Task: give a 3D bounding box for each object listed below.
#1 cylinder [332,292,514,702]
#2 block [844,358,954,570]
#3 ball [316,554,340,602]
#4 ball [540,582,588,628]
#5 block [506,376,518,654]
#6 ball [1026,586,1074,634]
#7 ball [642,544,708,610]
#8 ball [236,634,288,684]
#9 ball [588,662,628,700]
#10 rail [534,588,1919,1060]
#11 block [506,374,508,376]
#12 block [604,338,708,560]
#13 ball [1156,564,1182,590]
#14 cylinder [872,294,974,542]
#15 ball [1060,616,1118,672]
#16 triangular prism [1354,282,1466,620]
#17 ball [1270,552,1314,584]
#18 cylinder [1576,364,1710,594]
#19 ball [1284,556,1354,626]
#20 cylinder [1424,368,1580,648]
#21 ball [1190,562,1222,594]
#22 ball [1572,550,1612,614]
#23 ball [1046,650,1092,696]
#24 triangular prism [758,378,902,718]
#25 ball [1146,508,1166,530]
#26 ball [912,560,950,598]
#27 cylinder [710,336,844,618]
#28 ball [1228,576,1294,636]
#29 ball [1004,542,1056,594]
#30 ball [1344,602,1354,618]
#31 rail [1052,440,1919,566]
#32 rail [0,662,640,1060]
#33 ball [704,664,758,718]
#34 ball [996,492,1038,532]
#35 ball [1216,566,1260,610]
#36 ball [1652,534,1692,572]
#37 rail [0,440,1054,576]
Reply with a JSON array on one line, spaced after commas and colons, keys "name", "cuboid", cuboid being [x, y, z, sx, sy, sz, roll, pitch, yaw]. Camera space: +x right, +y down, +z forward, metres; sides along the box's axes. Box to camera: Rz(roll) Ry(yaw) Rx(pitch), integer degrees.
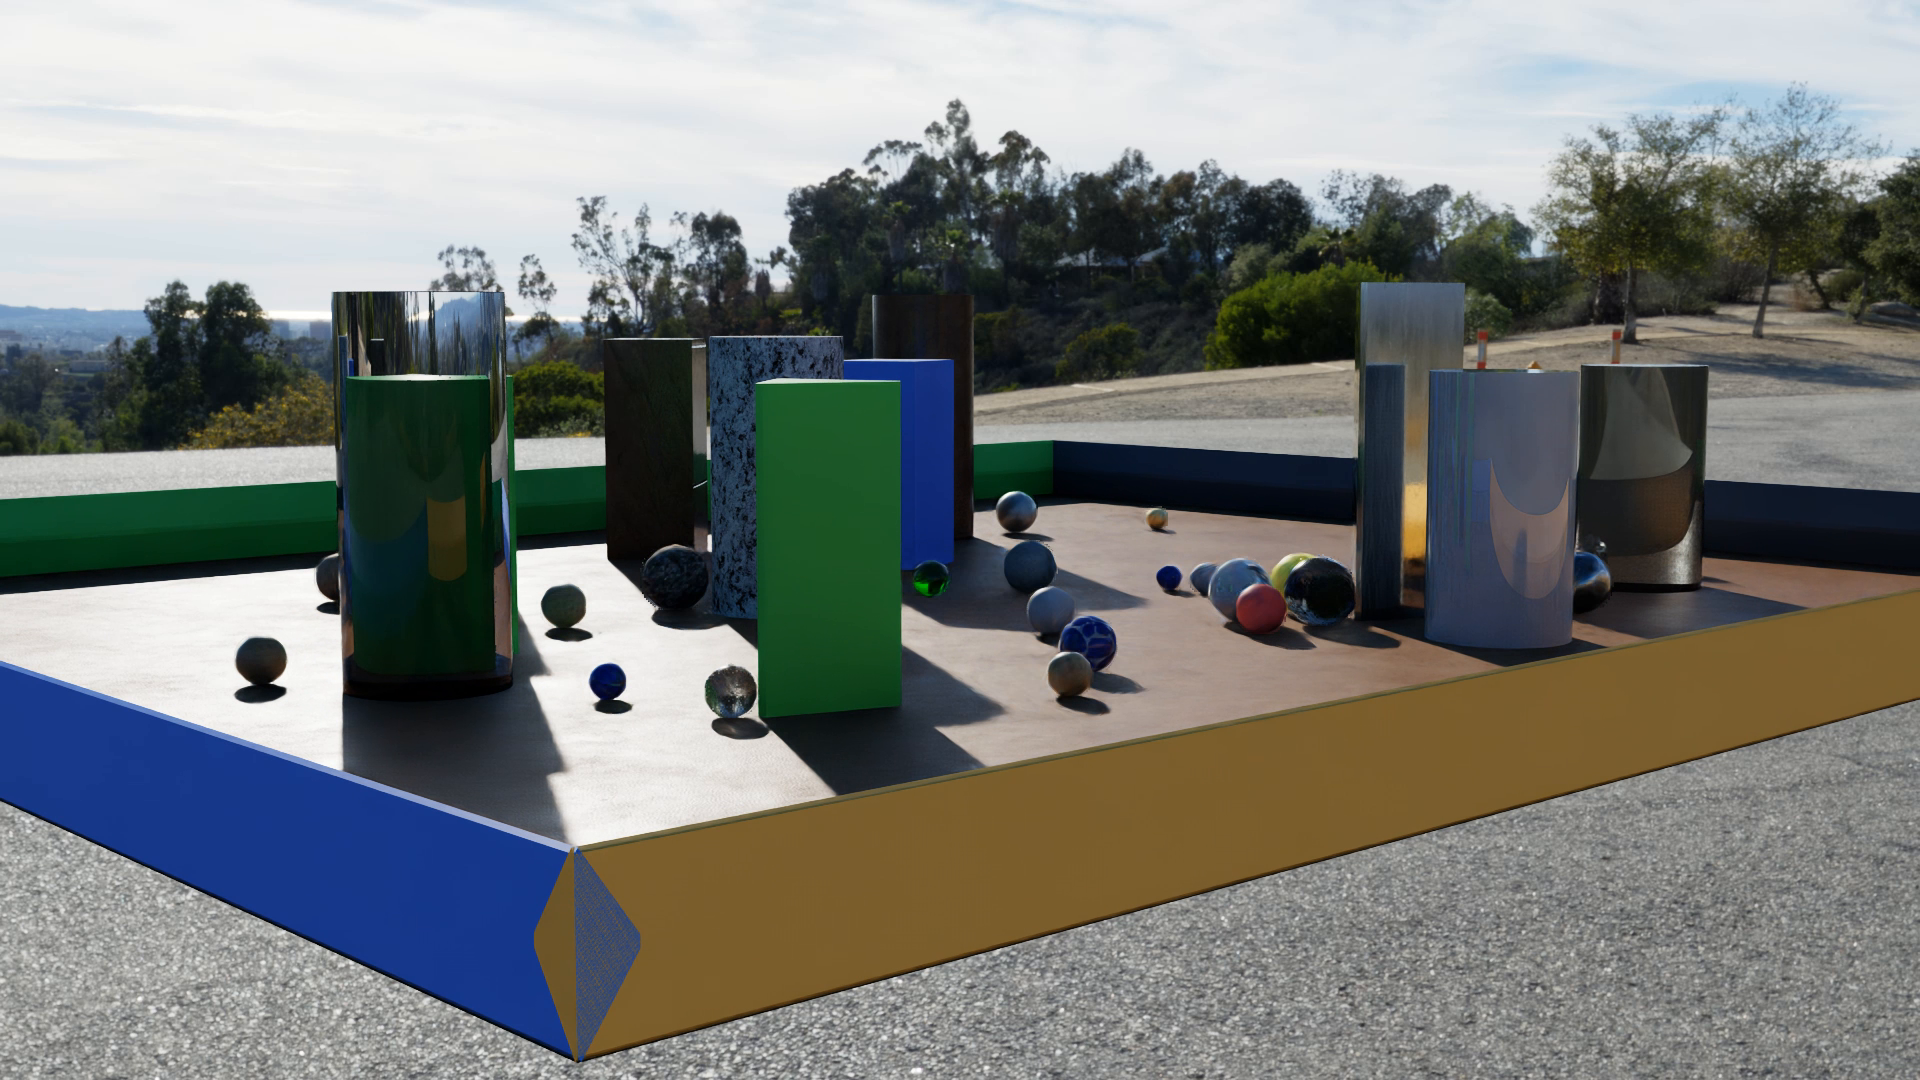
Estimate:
[{"name": "cylinder", "cuboid": [-0.631, -0.057, 2.585, 0.197, 0.466, 0.197, 0, 6, 0]}, {"name": "block", "cuboid": [-0.115, -0.136, 3.855, 0.158, 0.358, 0.158, 3, 7, 24]}, {"name": "ball", "cuboid": [-0.951, 0.058, 3.375, 0.073, 0.073, 0.073, 0, 6, 0]}, {"name": "ball", "cuboid": [-0.556, 0.092, 3.091, 0.064, 0.064, 0.064, 0, 6, 0]}, {"name": "block", "cuboid": [-0.686, -0.031, 2.839, 0.158, 0.360, 0.158, 6, 8, 43]}, {"name": "ball", "cuboid": [0.125, 0.097, 3.026, 0.067, 0.067, 0.067, 0, 6, 0]}, {"name": "ball", "cuboid": [-0.423, 0.056, 3.271, 0.098, 0.098, 0.098, 0, 6, 0]}, {"name": "ball", "cuboid": [-0.833, 0.143, 2.623, 0.060, 0.060, 0.060, 0, 6, 0]}, {"name": "ball", "cuboid": [-0.403, 0.162, 2.519, 0.043, 0.043, 0.043, 0, 6, 0]}, {"name": "rail", "cuboid": [0.899, 0.135, 2.363, 3.107, 0.128, 0.045, -5, 8, -42]}, {"name": "block", "cuboid": [-0.802, -0.081, 3.384, 0.158, 0.347, 0.158, -6, 8, -44]}, {"name": "block", "cuboid": [-0.551, -0.169, 4.000, 0.158, 0.393, 0.158, 0, 6, 2]}, {"name": "ball", "cuboid": [0.333, 0.060, 3.508, 0.041, 0.041, 0.041, 0, 6, 0]}, {"name": "cylinder", "cuboid": [-0.072, -0.241, 4.308, 0.197, 0.474, 0.197, 0, 6, 0]}, {"name": "ball", "cuboid": [0.158, 0.128, 2.706, 0.072, 0.072, 0.072, 0, 6, 0]}, {"name": "triangular prism", "cuboid": [0.624, -0.135, 3.239, 0.171, 0.484, 0.148, -2, 6, -22]}, {"name": "ball", "cuboid": [0.502, 0.063, 3.245, 0.089, 0.089, 0.089, 0, 6, 0]}, {"name": "cylinder", "cuboid": [1.100, -0.104, 3.553, 0.197, 0.357, 0.197, 0, 6, 0]}, {"name": "ball", "cuboid": [0.508, 0.073, 3.108, 0.099, 0.099, 0.099, 0, 6, 0]}, {"name": "cylinder", "cuboid": [0.734, -0.048, 2.985, 0.197, 0.363, 0.197, 0, 6, 0]}, {"name": "ball", "cuboid": [0.389, 0.060, 3.474, 0.048, 0.048, 0.048, 0, 6, 0]}, {"name": "ball", "cuboid": [0.914, 0.062, 3.242, 0.092, 0.092, 0.092, 0, 6, 0]}, {"name": "ball", "cuboid": [0.126, 0.155, 2.541, 0.053, 0.053, 0.053, 0, 6, 0]}, {"name": "triangular prism", "cuboid": [-0.175, 0.002, 2.499, 0.171, 0.366, 0.148, -3, 7, -27]}, {"name": "ball", "cuboid": [0.401, -0.044, 4.492, 0.043, 0.043, 0.043, 0, 6, 0]}, {"name": "ball", "cuboid": [-0.045, 0.060, 3.424, 0.058, 0.058, 0.058, 0, 6, 0]}, {"name": "cylinder", "cuboid": [-0.270, -0.098, 3.258, 0.197, 0.406, 0.197, 0, 6, 0]}, {"name": "ball", "cuboid": [0.415, 0.095, 3.036, 0.092, 0.092, 0.092, 0, 6, 0]}, {"name": "ball", "cuboid": [0.110, 0.043, 3.469, 0.082, 0.082, 0.082, 0, 6, 0]}, {"name": "ball", "cuboid": [0.552, 0.093, 3.191, 0.040, 0.040, 0.040, 0, 6, 0]}, {"name": "rail", "cuboid": [1.124, -0.074, 4.364, 0.045, 0.128, 2.698, -5, 8, -42]}, {"name": "rail", "cuboid": [-1.124, 0.141, 2.300, 0.045, 0.128, 2.698, -5, 8, -42]}, {"name": "ball", "cuboid": [-0.251, 0.166, 2.407, 0.059, 0.059, 0.059, 0, 6, 0]}, {"name": "ball", "cuboid": [0.113, -0.056, 4.413, 0.084, 0.084, 0.084, 0, 6, 0]}, {"name": "ball", "cuboid": [0.402, 0.072, 3.145, 0.069, 0.069, 0.069, 0, 6, 0]}, {"name": "ball", "cuboid": [1.212, 0.023, 3.743, 0.065, 0.065, 0.065, 0, 6, 0]}, {"name": "rail", "cuboid": [-0.899, -0.068, 4.301, 3.107, 0.128, 0.045, -5, 8, -42]}]
